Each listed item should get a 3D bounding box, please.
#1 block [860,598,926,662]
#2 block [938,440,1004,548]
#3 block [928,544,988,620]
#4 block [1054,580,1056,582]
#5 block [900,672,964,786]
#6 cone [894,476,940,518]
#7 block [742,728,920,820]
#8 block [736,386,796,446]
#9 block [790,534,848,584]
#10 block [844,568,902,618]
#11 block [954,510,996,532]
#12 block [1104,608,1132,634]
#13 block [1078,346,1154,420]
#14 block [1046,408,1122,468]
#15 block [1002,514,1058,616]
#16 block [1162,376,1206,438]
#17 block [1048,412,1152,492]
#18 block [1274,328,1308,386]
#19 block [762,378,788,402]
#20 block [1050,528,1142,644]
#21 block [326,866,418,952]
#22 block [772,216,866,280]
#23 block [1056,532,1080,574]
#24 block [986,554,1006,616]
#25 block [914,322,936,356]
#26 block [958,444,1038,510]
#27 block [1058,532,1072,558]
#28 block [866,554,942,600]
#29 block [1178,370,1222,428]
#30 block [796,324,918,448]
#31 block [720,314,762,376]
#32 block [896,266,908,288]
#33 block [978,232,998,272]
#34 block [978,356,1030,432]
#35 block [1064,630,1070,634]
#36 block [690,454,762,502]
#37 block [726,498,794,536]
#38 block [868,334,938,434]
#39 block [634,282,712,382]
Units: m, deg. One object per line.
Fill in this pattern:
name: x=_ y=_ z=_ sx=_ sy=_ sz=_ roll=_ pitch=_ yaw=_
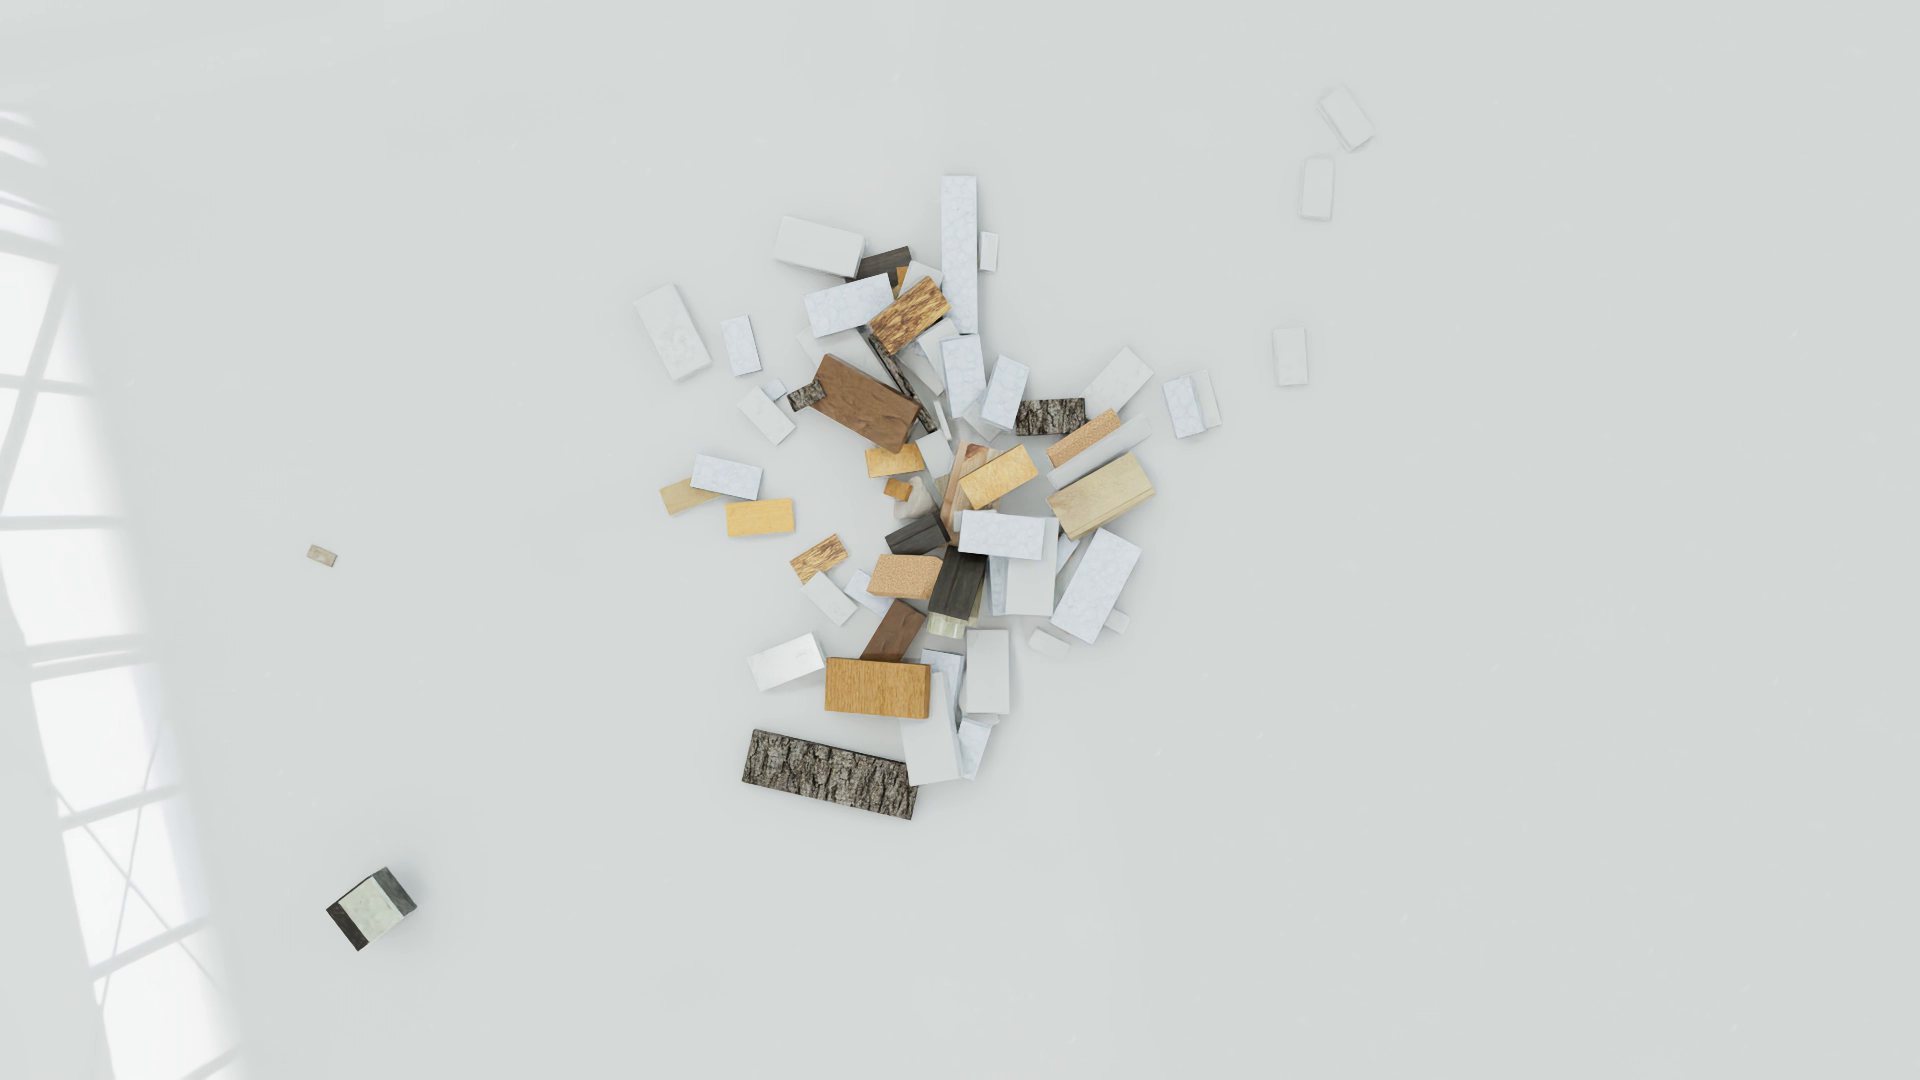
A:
block: x=-0.222 y=0.324 z=5.464 sx=0.120 sy=0.034 sz=0.240 roll=31 pitch=99 yaw=0
block: x=0.039 y=-0.134 z=5.434 sx=0.179 sy=0.051 sz=0.358 roll=15 pitch=97 yaw=-8
block: x=-0.006 y=0.136 z=5.324 sx=0.135 sy=0.038 sz=0.269 roll=15 pitch=46 yaw=4
block: x=0.255 y=0.098 z=5.490 sx=0.069 sy=0.020 sz=0.139 roll=-33 pitch=90 yaw=0
block: x=-0.103 y=0.619 z=5.411 sx=0.175 sy=0.049 sz=0.349 roll=-12 pitch=82 yaw=20
cone: x=-0.111 y=-0.107 z=5.465 sx=0.157 sy=0.157 sz=0.157 roll=28 pitch=90 yaw=-27
block: x=-0.423 y=0.778 z=5.475 sx=0.575 sy=0.049 sz=0.175 roll=13 pitch=90 yaw=0
block: x=-0.643 y=-0.413 z=5.474 sx=0.094 sy=0.027 sz=0.187 roll=-43 pitch=97 yaw=1
block: x=-0.468 y=0.063 z=5.487 sx=0.179 sy=0.025 sz=0.090 roll=-32 pitch=90 yaw=0
block: x=-0.288 y=0.182 z=5.487 sx=0.179 sy=0.025 sz=0.090 roll=34 pitch=90 yaw=0
block: x=0.048 y=-0.063 z=5.395 sx=0.139 sy=0.020 sz=0.069 roll=-2 pitch=127 yaw=-5
block: x=0.501 y=0.258 z=5.491 sx=0.125 sy=0.018 sz=0.063 roll=28 pitch=90 yaw=0
block: x=0.509 y=-0.505 z=5.482 sx=0.129 sy=0.036 sz=0.257 roll=43 pitch=90 yaw=0
block: x=0.416 y=-0.319 z=5.438 sx=0.257 sy=0.129 sz=0.036 roll=-33 pitch=53 yaw=0
block: x=0.231 y=0.083 z=5.420 sx=0.161 sy=0.046 sz=0.322 roll=4 pitch=91 yaw=-14
block: x=0.744 y=-0.440 z=5.464 sx=0.095 sy=0.027 sz=0.189 roll=-15 pitch=90 yaw=30
block: x=0.465 y=-0.287 z=5.455 sx=0.368 sy=0.093 sz=0.026 roll=-33 pitch=52 yaw=0
block: x=1.102 y=-0.610 z=5.487 sx=0.093 sy=0.026 sz=0.186 roll=-4 pitch=90 yaw=0
block: x=-0.636 y=-0.485 z=5.492 sx=0.113 sy=0.016 sz=0.057 roll=-36 pitch=90 yaw=0
block: x=0.450 y=0.153 z=5.464 sx=0.161 sy=0.046 sz=0.356 roll=28 pitch=88 yaw=6
block: x=-1.929 y=1.209 z=5.414 sx=0.173 sy=0.173 sz=0.173 roll=-38 pitch=90 yaw=0
block: x=-0.465 y=-0.968 z=5.459 sx=0.284 sy=0.040 sz=0.142 roll=15 pitch=90 yaw=9
block: x=0.309 y=0.078 z=5.472 sx=0.063 sy=0.018 sz=0.227 roll=36 pitch=88 yaw=-1
block: x=0.149 y=0.122 z=5.444 sx=0.120 sy=0.034 sz=0.244 roll=-5 pitch=94 yaw=-23
block: x=-0.112 y=-0.666 z=5.459 sx=0.057 sy=0.016 sz=0.113 roll=11 pitch=90 yaw=0
block: x=0.125 y=-0.206 z=5.388 sx=0.239 sy=0.032 sz=0.114 roll=-30 pitch=100 yaw=0
block: x=0.336 y=0.025 z=5.494 sx=0.045 sy=0.013 sz=0.090 roll=-28 pitch=90 yaw=0
block: x=-0.182 y=0.119 z=5.371 sx=0.038 sy=0.269 sz=0.135 roll=35 pitch=68 yaw=-39
block: x=0.798 y=-0.464 z=5.487 sx=0.095 sy=0.027 sz=0.189 roll=-15 pitch=90 yaw=0
block: x=-0.341 y=-0.537 z=5.475 sx=0.179 sy=0.051 sz=0.458 roll=-35 pitch=90 yaw=0
block: x=-0.727 y=-0.645 z=5.487 sx=0.094 sy=0.027 sz=0.187 roll=-14 pitch=90 yaw=0
block: x=-0.171 y=-0.839 z=5.429 sx=0.062 sy=0.017 sz=0.123 roll=-6 pitch=102 yaw=-2
block: x=0.092 y=-0.957 z=5.476 sx=0.062 sy=0.017 sz=0.123 roll=4 pitch=90 yaw=-33
block: x=0.146 y=-0.484 z=5.436 sx=0.114 sy=0.032 sz=0.228 roll=22 pitch=72 yaw=-17
block: x=0.383 y=0.273 z=5.494 sx=0.090 sy=0.013 sz=0.045 roll=-32 pitch=90 yaw=0
block: x=-0.774 y=-0.207 z=5.464 sx=0.220 sy=0.031 sz=0.110 roll=12 pitch=85 yaw=-8
block: x=-0.665 y=-0.075 z=5.484 sx=0.220 sy=0.031 sz=0.110 roll=-5 pitch=90 yaw=0
block: x=-0.189 y=-0.518 z=5.443 sx=0.032 sy=0.113 sz=0.370 roll=-33 pitch=90 yaw=-2
block: x=-0.953 y=-0.690 z=5.480 sx=0.142 sy=0.040 sz=0.292 roll=-27 pitch=90 yaw=0
